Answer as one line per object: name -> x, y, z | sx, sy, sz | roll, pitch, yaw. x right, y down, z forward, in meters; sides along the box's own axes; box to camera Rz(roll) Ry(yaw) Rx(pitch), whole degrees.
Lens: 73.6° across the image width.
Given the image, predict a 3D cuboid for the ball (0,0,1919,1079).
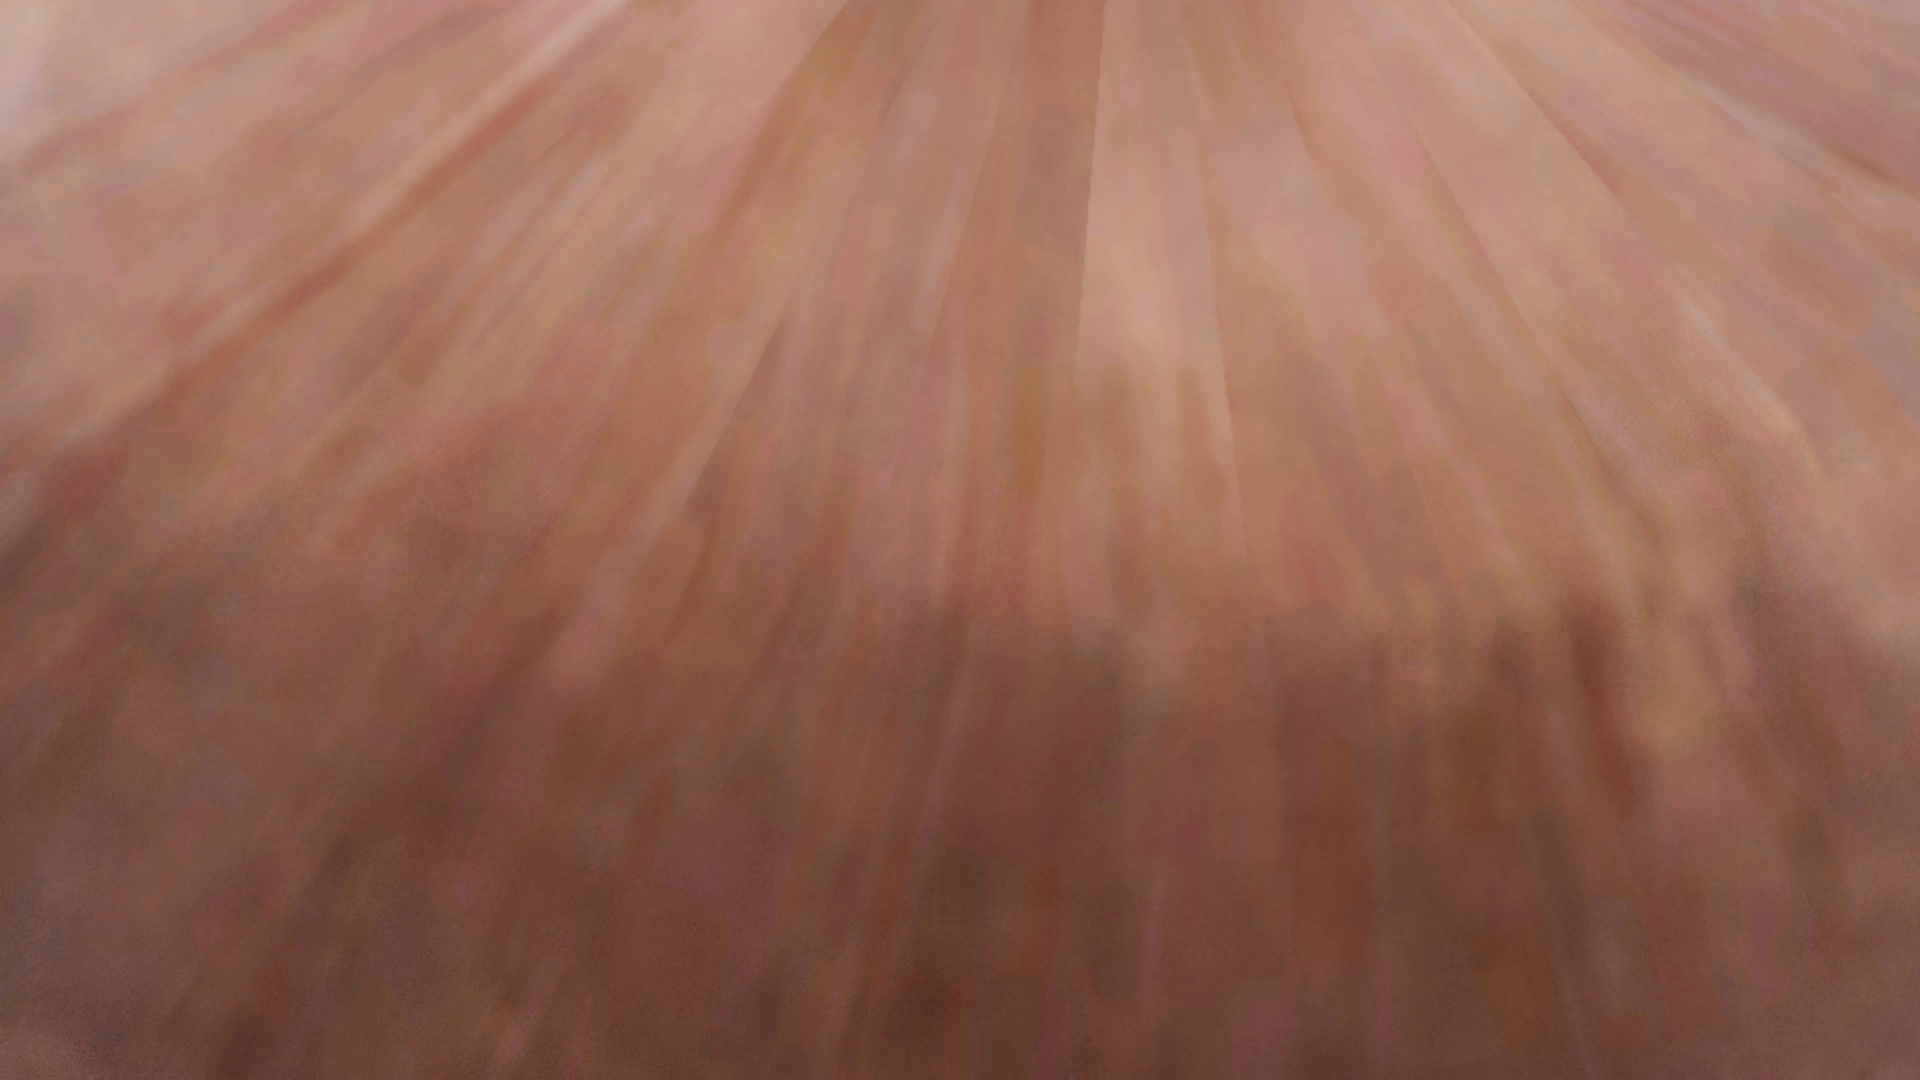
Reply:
ball -> 0.002, -0.001, 0.049 | 0.080, 0.080, 0.080 | 0, 4, 0
